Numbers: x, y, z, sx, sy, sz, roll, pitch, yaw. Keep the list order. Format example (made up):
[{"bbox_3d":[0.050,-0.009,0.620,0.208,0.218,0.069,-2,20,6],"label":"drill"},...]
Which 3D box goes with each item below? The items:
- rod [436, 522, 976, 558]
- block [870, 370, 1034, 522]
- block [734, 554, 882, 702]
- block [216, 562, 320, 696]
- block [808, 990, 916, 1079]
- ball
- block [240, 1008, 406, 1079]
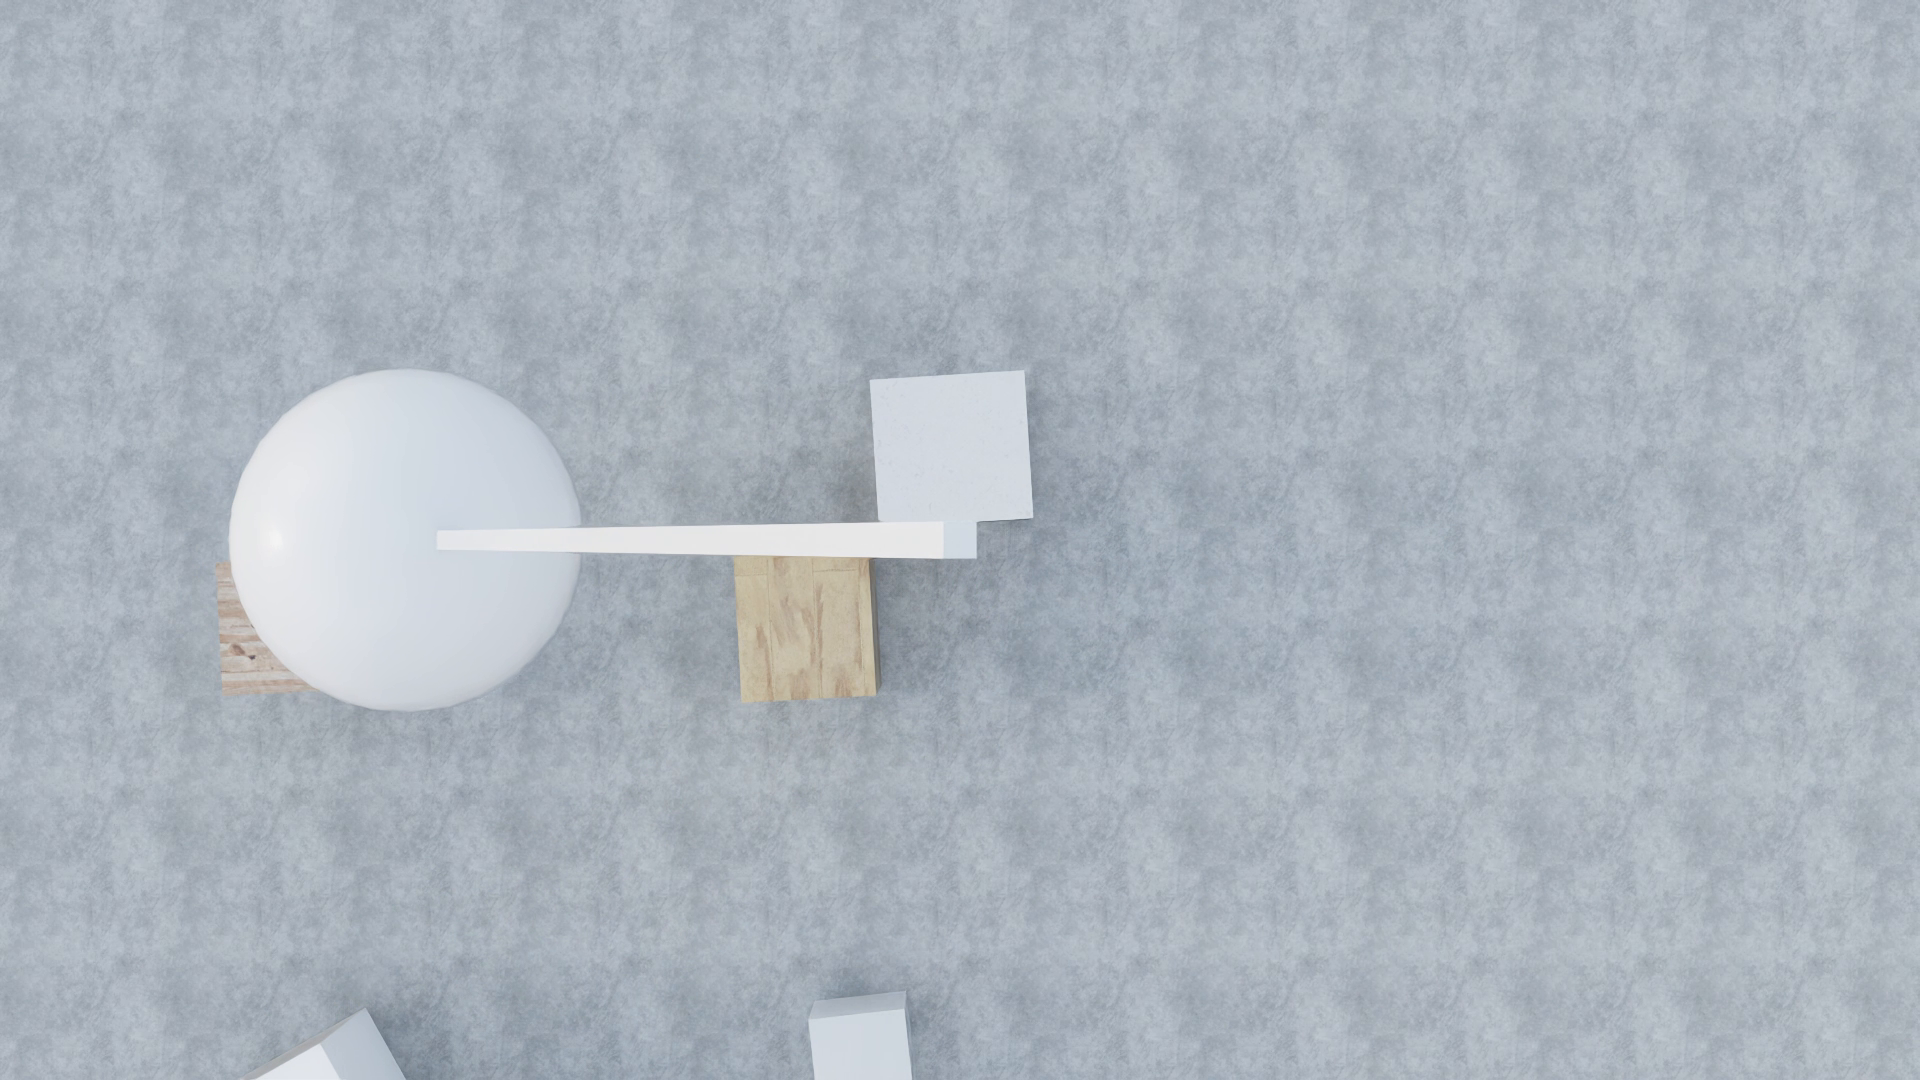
[{"bbox_3d":[-1.109,0.000,7.141,0.080,5.200,0.080,0,90,-25],"label":"rod"},{"bbox_3d":[-0.046,-0.501,12.555,0.852,0.891,0.816,-4,90,0],"label":"block"},{"bbox_3d":[-0.857,0.418,12.548,0.741,0.905,0.916,-3,90,0],"label":"block"},{"bbox_3d":[-3.741,0.478,12.630,0.780,0.741,0.743,-3,90,0],"label":"block"},{"bbox_3d":[-0.560,2.958,12.748,0.548,0.504,0.531,-6,90,0],"label":"block"},{"bbox_3d":[-2.559,0.000,10.216,1.600,1.600,1.600,0,90,0],"label":"ball"},{"bbox_3d":[-3.658,3.345,12.537,0.820,0.926,0.874,-29,90,0],"label":"block"}]
